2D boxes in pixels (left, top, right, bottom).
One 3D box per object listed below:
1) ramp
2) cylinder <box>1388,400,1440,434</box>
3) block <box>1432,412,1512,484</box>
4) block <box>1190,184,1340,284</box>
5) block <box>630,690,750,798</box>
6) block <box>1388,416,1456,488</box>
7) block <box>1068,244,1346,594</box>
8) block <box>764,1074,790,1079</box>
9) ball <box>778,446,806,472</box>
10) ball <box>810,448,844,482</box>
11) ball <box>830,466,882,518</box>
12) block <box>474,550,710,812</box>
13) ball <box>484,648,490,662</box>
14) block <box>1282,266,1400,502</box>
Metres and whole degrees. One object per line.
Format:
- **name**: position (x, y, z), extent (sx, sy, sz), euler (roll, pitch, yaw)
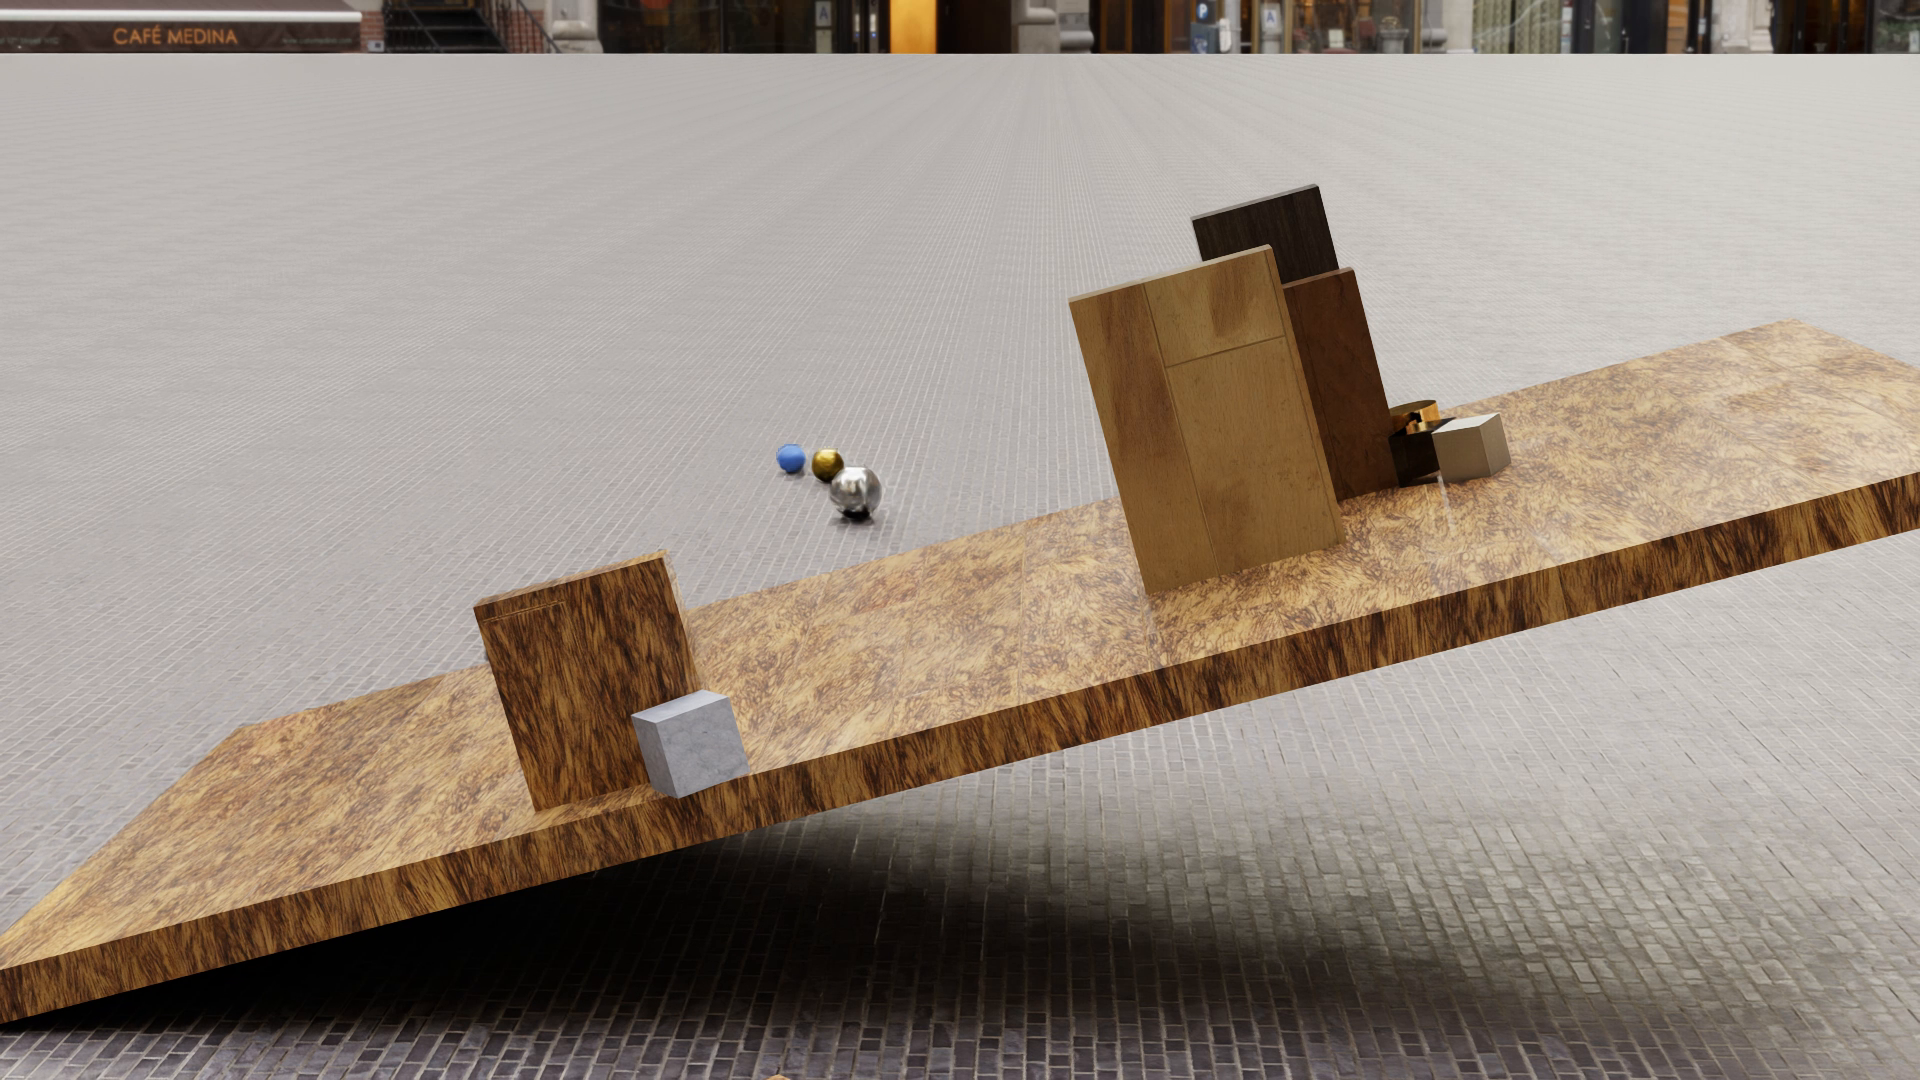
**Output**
- **ramp**: position (0.081, 0.191, 6.329), extent (4.000, 0.100, 2.000), euler (-15, 9, 4)
- **cylinder**: position (1.007, -0.226, 6.535), extent (0.138, 0.138, 0.138), euler (-15, 9, 3)
- **block**: position (1.095, -0.197, 6.295), extent (0.112, 0.112, 0.112), euler (-9, 11, 35)
- **block**: position (0.758, -0.469, 6.801), extent (0.297, 0.645, 0.115), euler (-15, 9, 4)
- **block**: position (-0.497, 0.375, 5.421), extent (0.147, 0.147, 0.147), euler (-19, 10, -22)
- **block**: position (1.016, -0.190, 6.380), extent (0.114, 0.114, 0.114), euler (-9, 11, 35)
- **block**: position (0.503, -0.244, 5.976), extent (0.420, 0.617, 0.101), euler (-15, 9, 4)
- **block**: position (-0.313, 0.972, 4.919), extent (0.107, 0.107, 0.107), euler (-8, 13, -40)
- **ball**: position (-0.703, -0.339, 12.276), extent (0.115, 0.115, 0.115), euler (0, 10, 0)
- **ball**: position (-0.543, -0.307, 12.035), extent (0.135, 0.135, 0.135), euler (0, 10, 0)
- **ball**: position (-0.395, -0.182, 11.140), extent (0.202, 0.202, 0.202), euler (0, 10, 0)
- **block**: position (-0.676, 0.265, 5.551), extent (0.371, 0.408, 0.085), euler (-15, 9, 4)
- **ball**: position (-1.247, 0.316, 8.333), extent (0.204, 0.204, 0.204), euler (0, 10, 0)
- **block**: position (0.761, -0.320, 6.427), extent (0.316, 0.482, 0.094), euler (-15, 9, 4)
